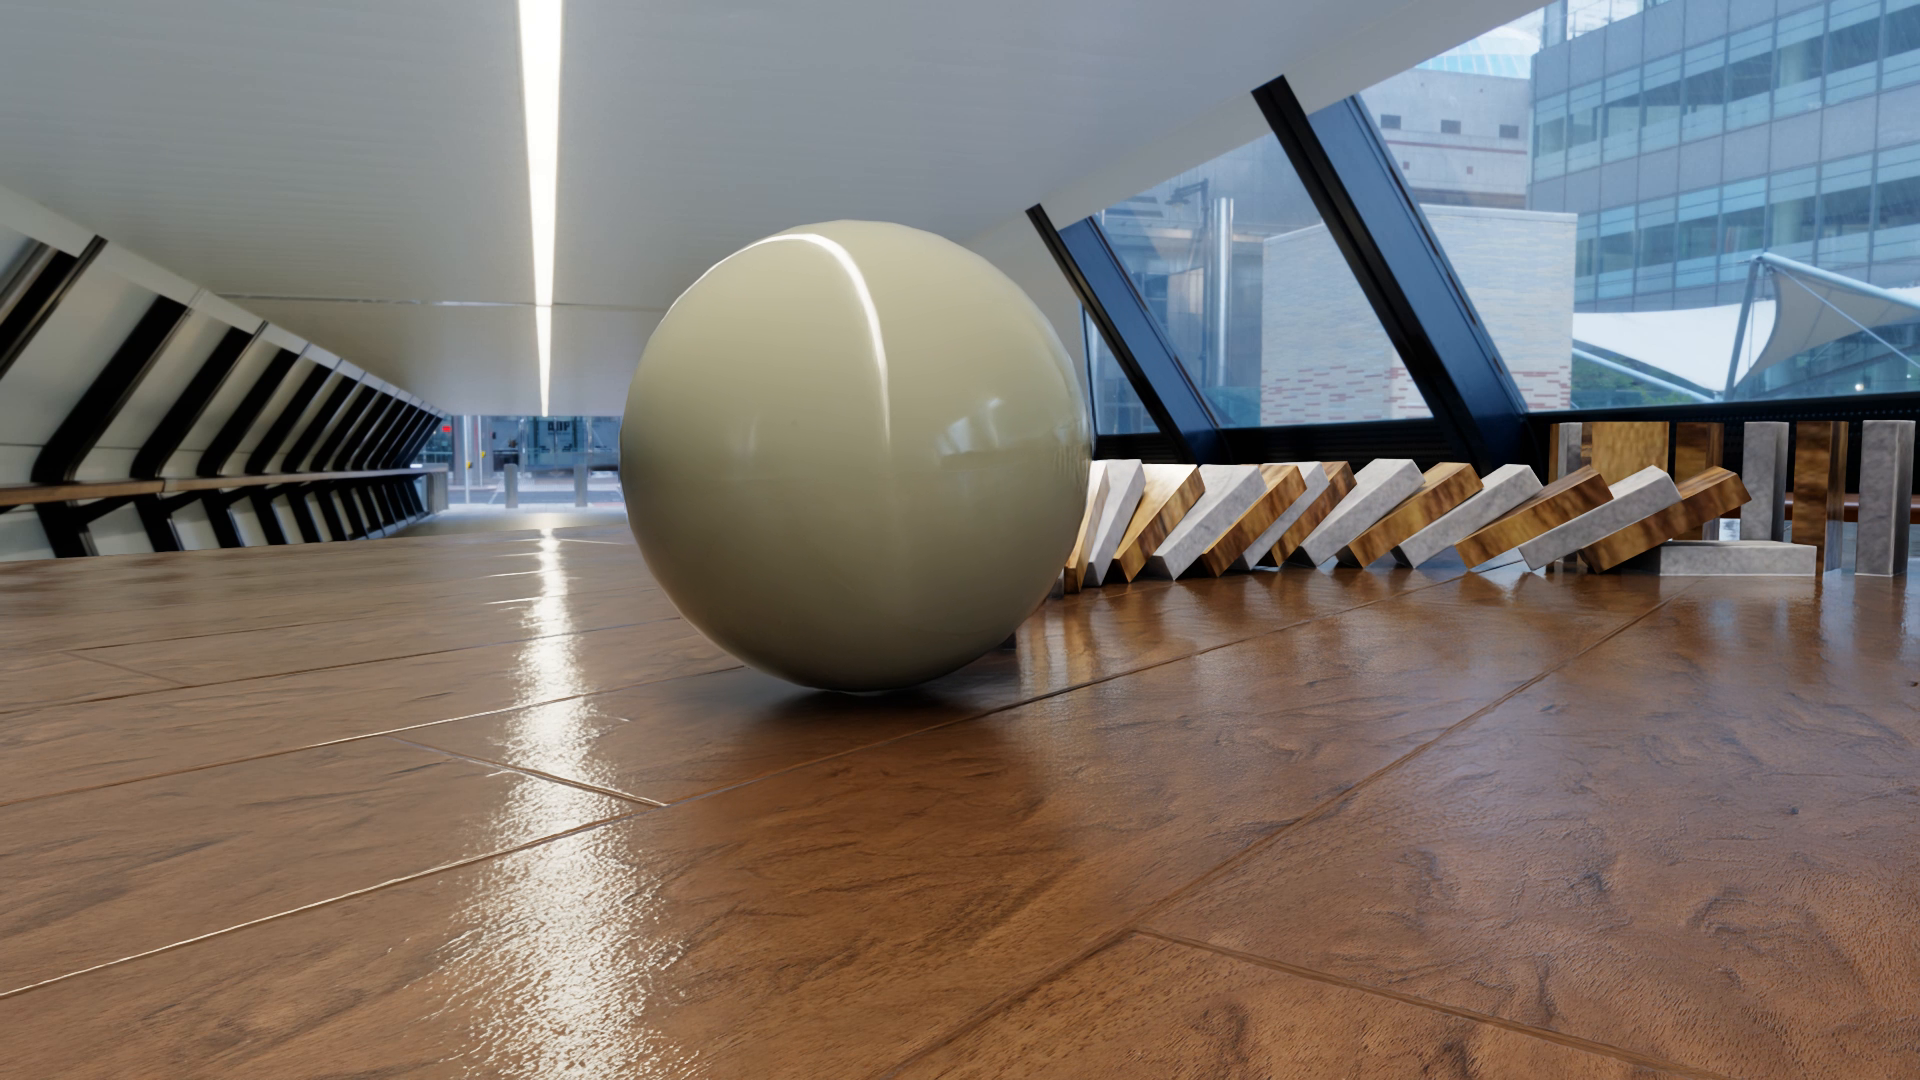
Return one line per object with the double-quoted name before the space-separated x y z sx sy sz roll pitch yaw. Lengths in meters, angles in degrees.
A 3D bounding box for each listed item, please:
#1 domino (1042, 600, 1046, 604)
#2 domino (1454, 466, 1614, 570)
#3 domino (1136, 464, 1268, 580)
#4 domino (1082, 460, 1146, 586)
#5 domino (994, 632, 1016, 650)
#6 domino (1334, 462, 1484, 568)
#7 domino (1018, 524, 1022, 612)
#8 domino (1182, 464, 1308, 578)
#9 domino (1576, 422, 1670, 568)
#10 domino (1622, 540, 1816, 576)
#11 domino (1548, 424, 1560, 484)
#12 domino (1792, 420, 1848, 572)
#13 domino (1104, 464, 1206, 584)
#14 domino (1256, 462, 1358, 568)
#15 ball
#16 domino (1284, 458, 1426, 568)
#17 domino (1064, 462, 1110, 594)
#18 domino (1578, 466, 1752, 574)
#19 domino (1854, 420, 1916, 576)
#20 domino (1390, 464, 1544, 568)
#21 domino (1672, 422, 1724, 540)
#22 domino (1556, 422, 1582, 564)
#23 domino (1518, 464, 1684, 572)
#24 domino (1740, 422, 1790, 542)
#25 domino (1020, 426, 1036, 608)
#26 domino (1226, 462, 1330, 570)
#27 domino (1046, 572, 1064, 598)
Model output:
"domino" 0.012 -0.006 0.355 0.025 0.050 0.010 0 -35 6
"domino" 0.193 -0.008 0.436 0.050 0.010 0.025 -30 0 21
"domino" 0.075 -0.007 0.419 0.050 0.010 0.025 -40 24 -25
"domino" 0.039 -0.006 0.400 0.025 0.010 0.050 1 41 28
"domino" 0.000 -0.002 0.274 0.025 0.050 0.009 0 -27 4
"domino" 0.156 -0.009 0.451 0.050 0.010 0.025 -34 5 0
"domino" 0.003 -0.006 0.330 0.025 0.050 0.010 -1 -29 4
"domino" 0.090 -0.007 0.427 0.050 0.009 0.025 -40 24 -25
"domino" 0.229 -0.016 0.444 0.025 0.050 0.010 0 4 5
"domino" 0.252 0.006 0.427 0.050 0.009 0.025 0 4 1
"domino" 0.234 -0.018 0.478 0.010 0.050 0.025 -3 5 -33
"domino" 0.291 -0.015 0.435 0.025 0.050 0.009 -4 6 -44
"domino" 0.055 -0.006 0.412 0.025 0.010 0.050 4 40 44
"domino" 0.115 -0.010 0.454 0.050 0.010 0.025 -41 23 -27
"ball" -0.017 -0.014 0.221 0.080 0.080 0.080 0 4 0
"domino" 0.137 -0.010 0.453 0.050 0.009 0.025 -37 10 -7
"domino" 0.028 -0.005 0.385 0.025 0.009 0.050 1 40 19
"domino" 0.230 -0.007 0.423 0.050 0.010 0.025 -30 0 19
"domino" 0.304 -0.014 0.421 0.025 0.050 0.009 -4 6 -43
"domino" 0.175 -0.009 0.447 0.050 0.009 0.025 -33 0 8
"domino" 0.265 -0.017 0.460 0.009 0.050 0.025 4 6 42
"domino" 0.229 -0.017 0.460 0.025 0.050 0.009 1 4 7
"domino" 0.211 -0.007 0.429 0.050 0.010 0.025 -30 0 20
"domino" 0.282 -0.016 0.450 0.009 0.050 0.025 4 6 41
"domino" 0.007 -0.007 0.341 0.025 0.050 0.009 0 -29 6
"domino" 0.102 -0.009 0.442 0.050 0.010 0.025 -42 24 -28
"domino" 0.018 -0.007 0.367 0.025 0.050 0.009 0 -38 6
